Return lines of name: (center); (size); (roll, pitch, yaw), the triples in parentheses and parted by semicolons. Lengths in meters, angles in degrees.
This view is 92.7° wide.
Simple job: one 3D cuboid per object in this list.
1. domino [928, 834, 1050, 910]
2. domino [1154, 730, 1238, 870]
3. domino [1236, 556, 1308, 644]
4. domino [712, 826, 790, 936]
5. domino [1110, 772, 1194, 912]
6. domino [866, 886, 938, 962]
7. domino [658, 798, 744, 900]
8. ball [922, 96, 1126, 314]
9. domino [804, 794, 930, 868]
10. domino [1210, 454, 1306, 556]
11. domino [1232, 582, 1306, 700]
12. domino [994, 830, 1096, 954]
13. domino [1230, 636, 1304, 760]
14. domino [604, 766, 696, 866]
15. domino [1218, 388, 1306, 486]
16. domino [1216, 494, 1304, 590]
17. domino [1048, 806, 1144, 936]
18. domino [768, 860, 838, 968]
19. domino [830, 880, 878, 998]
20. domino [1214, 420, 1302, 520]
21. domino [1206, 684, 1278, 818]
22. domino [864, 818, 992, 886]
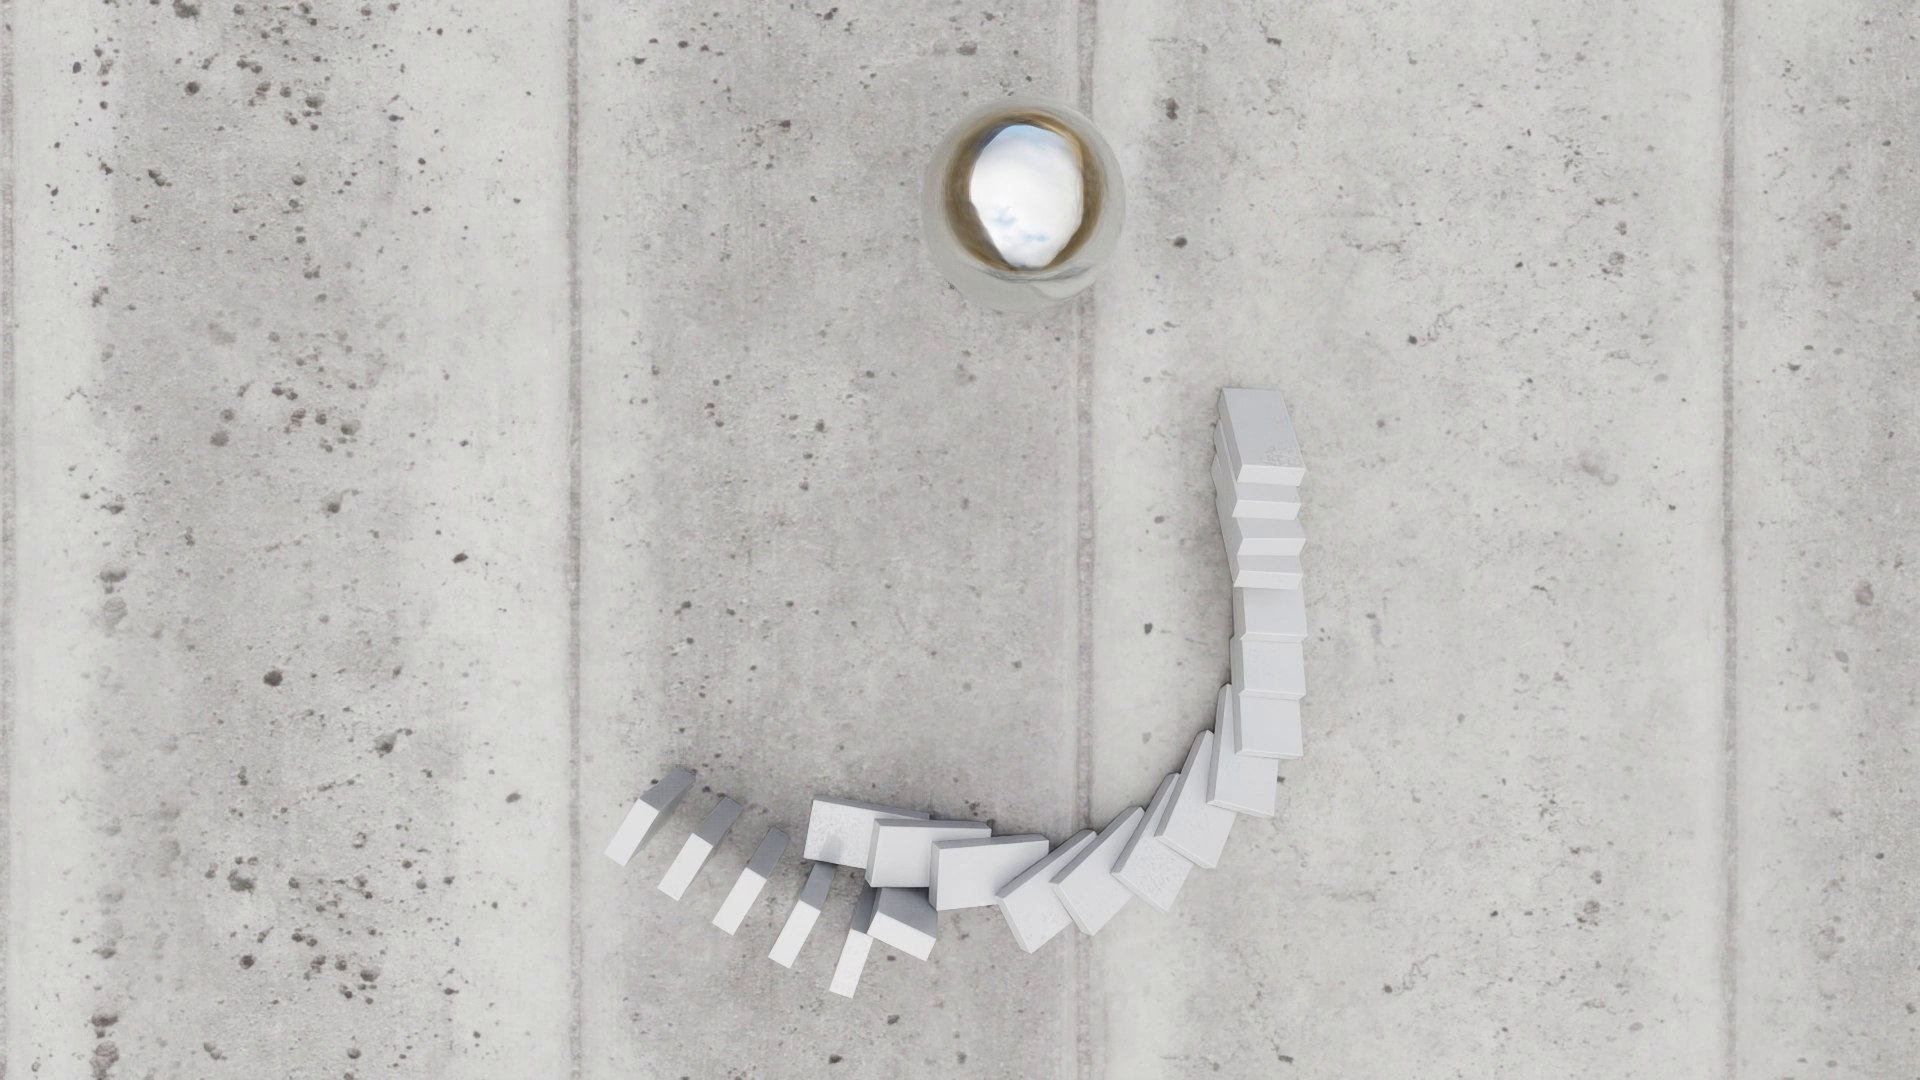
domino: (0.012, 0.139, 0.386); (0.050, 0.010, 0.025); (3, 90, -22)
domino: (0.104, 0.109, 0.385); (0.025, 0.010, 0.050); (32, 65, 0)
domino: (0.130, 0.017, 0.385); (0.025, 0.010, 0.050); (3, 66, 0)
domino: (-0.084, 0.138, 0.375); (0.010, 0.050, 0.025); (32, 90, 0)
domino: (0.087, 0.126, 0.385); (0.025, 0.010, 0.050); (39, 65, 0)
domino: (-0.022, 0.151, 0.375); (0.025, 0.050, 0.009); (25, 90, 0)
domino: (-0.105, 0.125, 0.375); (0.009, 0.050, 0.025); (33, 90, 0)
ball: (0.025, -0.130, 0.360); (0.080, 0.080, 0.080); (0, 90, 0)
domino: (-0.040, 0.128, 0.395); (0.050, 0.010, 0.025); (10, 90, 0)
domino: (0.122, -0.015, 0.379); (0.025, 0.009, 0.050); (0, 47, -3)
domino: (0.129, 0.041, 0.385); (0.025, 0.009, 0.050); (5, 66, 0)
domino: (0.041, 0.147, 0.385); (0.050, 0.010, 0.025); (-27, 90, -26)
domino: (0.128, 0.065, 0.385); (0.025, 0.009, 0.050); (6, 66, -1)
domino: (-0.126, 0.112, 0.375); (0.009, 0.050, 0.025); (33, 90, 0)
domino: (0.124, -0.043, 0.379); (0.025, 0.009, 0.050); (3, 46, 0)
domino: (0.123, -0.002, 0.379); (0.025, 0.010, 0.050); (3, 46, 0)
domino: (0.064, 0.138, 0.385); (0.050, 0.009, 0.025); (-34, 90, -25)
domino: (-0.063, 0.151, 0.375); (0.010, 0.050, 0.025); (29, 90, 0)
domino: (-0.041, 0.162, 0.375); (0.009, 0.050, 0.025); (19, 90, 0)
domino: (0.122, -0.030, 0.379); (0.025, 0.010, 0.050); (3, 46, 0)
domino: (0.120, 0.088, 0.385); (0.025, 0.009, 0.050); (15, 65, 0)
domino: (-0.013, 0.132, 0.386); (0.050, 0.010, 0.025); (9, 90, -22)
